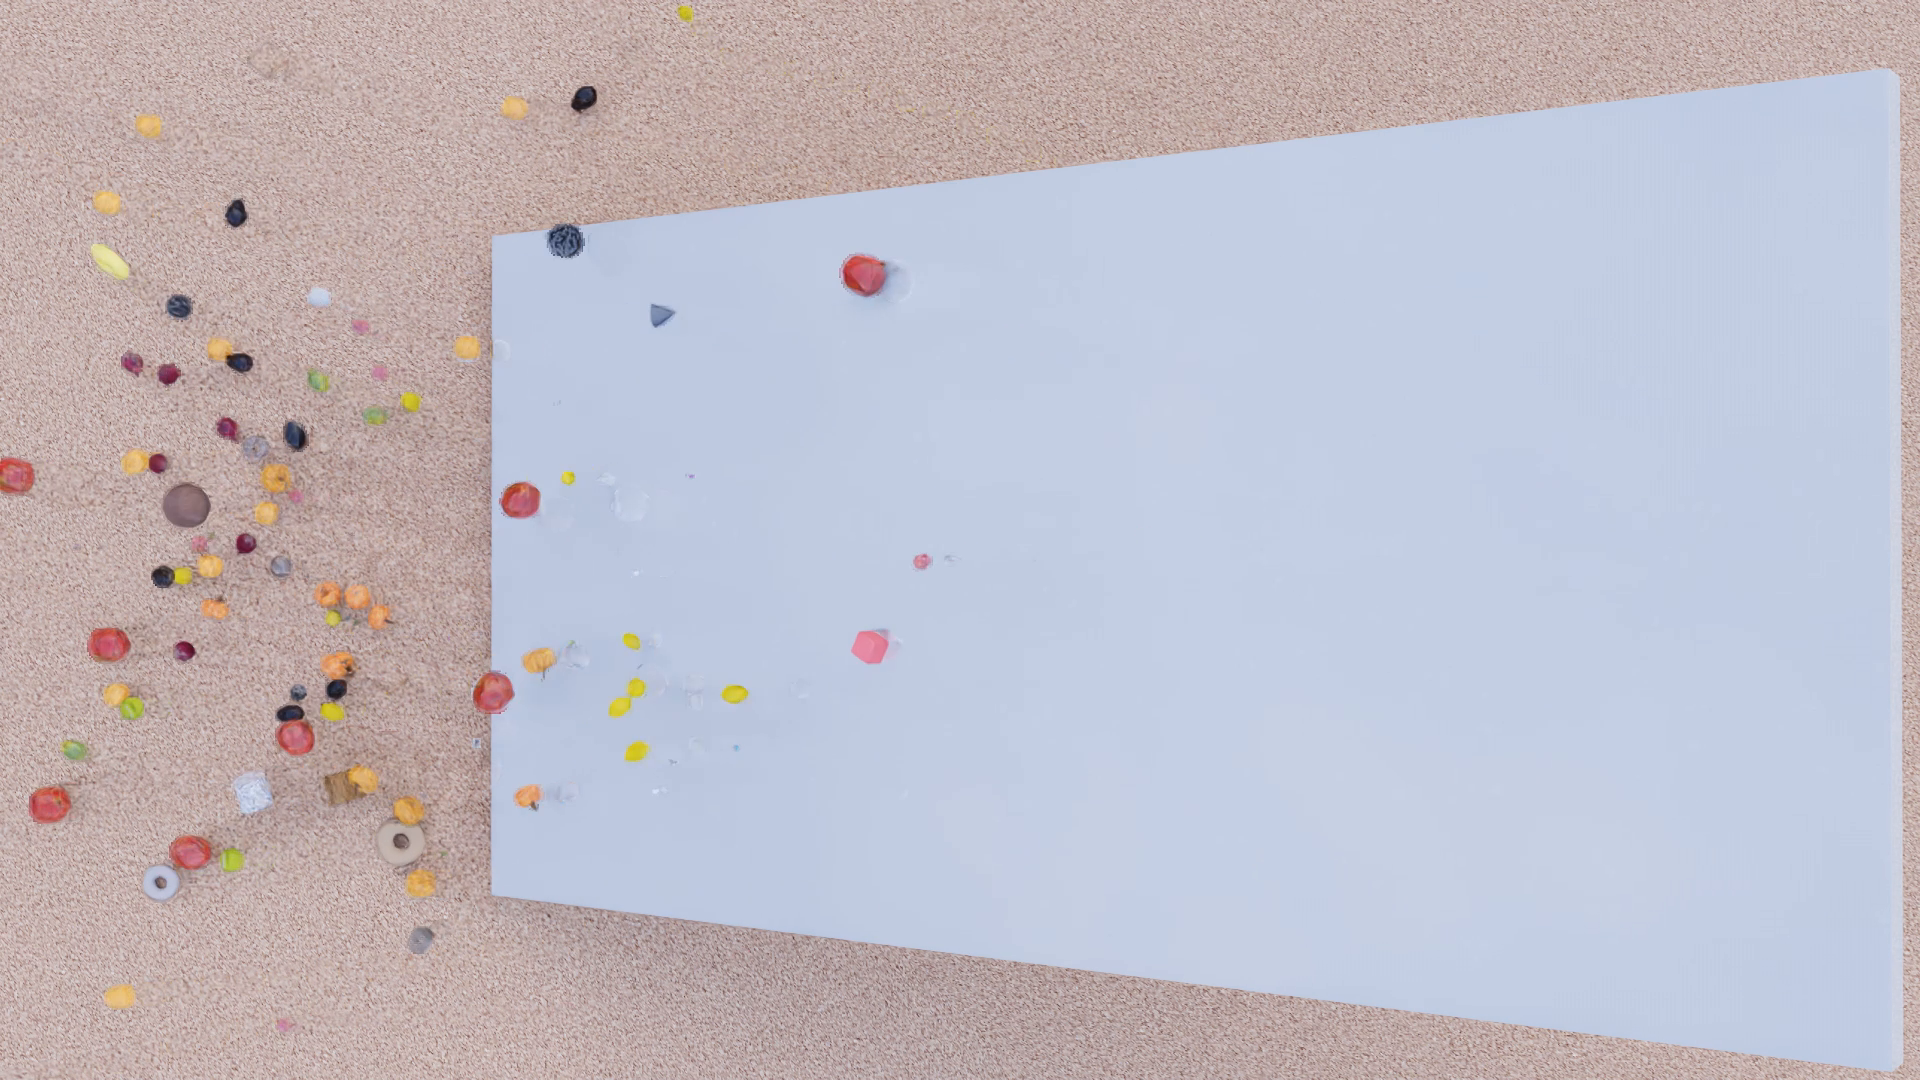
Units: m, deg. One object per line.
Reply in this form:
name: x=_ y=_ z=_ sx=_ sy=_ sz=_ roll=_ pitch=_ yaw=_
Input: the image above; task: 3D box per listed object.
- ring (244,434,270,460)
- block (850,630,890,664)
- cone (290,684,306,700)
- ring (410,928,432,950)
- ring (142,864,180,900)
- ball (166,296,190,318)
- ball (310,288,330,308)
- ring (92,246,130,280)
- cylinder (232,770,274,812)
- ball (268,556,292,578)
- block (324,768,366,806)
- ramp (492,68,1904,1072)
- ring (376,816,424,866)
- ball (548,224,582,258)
ring: x=-2.159 y=-0.283 z=6.748 sx=0.080 sy=0.027 sz=0.080 roll=0 pitch=90 yaw=1
block: x=-0.238 y=0.283 z=5.807 sx=0.062 sy=0.062 sz=0.062 roll=34 pitch=108 yaw=30
cone: x=-2.032 y=0.468 z=6.730 sx=0.051 sy=0.051 sz=0.051 roll=0 pitch=90 yaw=0
ring: x=-1.637 y=1.213 z=6.683 sx=0.075 sy=0.025 sz=0.075 roll=-12 pitch=51 yaw=15
ring: x=-2.446 y=1.049 z=6.732 sx=0.112 sy=0.037 sz=0.112 roll=0 pitch=93 yaw=1
ball: x=-2.391 y=-0.713 z=6.730 sx=0.070 sy=0.070 sz=0.070 roll=0 pitch=90 yaw=0
ball: x=-1.962 y=-0.743 z=6.735 sx=0.060 sy=0.060 sz=0.060 roll=0 pitch=90 yaw=0
ring: x=-2.586 y=-0.845 z=6.695 sx=0.127 sy=0.127 sz=0.042 roll=37 pitch=67 yaw=0
cylinder: x=-2.150 y=0.766 z=6.692 sx=0.094 sy=0.094 sz=0.094 roll=-14 pitch=110 yaw=0
ball: x=-2.079 y=0.083 z=6.725 sx=0.066 sy=0.066 sz=0.066 roll=0 pitch=90 yaw=0
block: x=-1.873 y=0.751 z=6.693 sx=0.090 sy=0.090 sz=0.090 roll=-16 pitch=90 yaw=-26
ramp: x=0.244 y=0.068 z=5.570 sx=4.000 sy=0.100 sz=2.000 roll=0 pitch=89 yaw=35
ring: x=-1.711 y=0.921 z=6.727 sx=0.149 sy=0.050 sz=0.149 roll=0 pitch=90 yaw=1
ball: x=-1.155 y=-0.876 z=6.438 sx=0.096 sy=0.096 sz=0.096 roll=0 pitch=90 yaw=0
